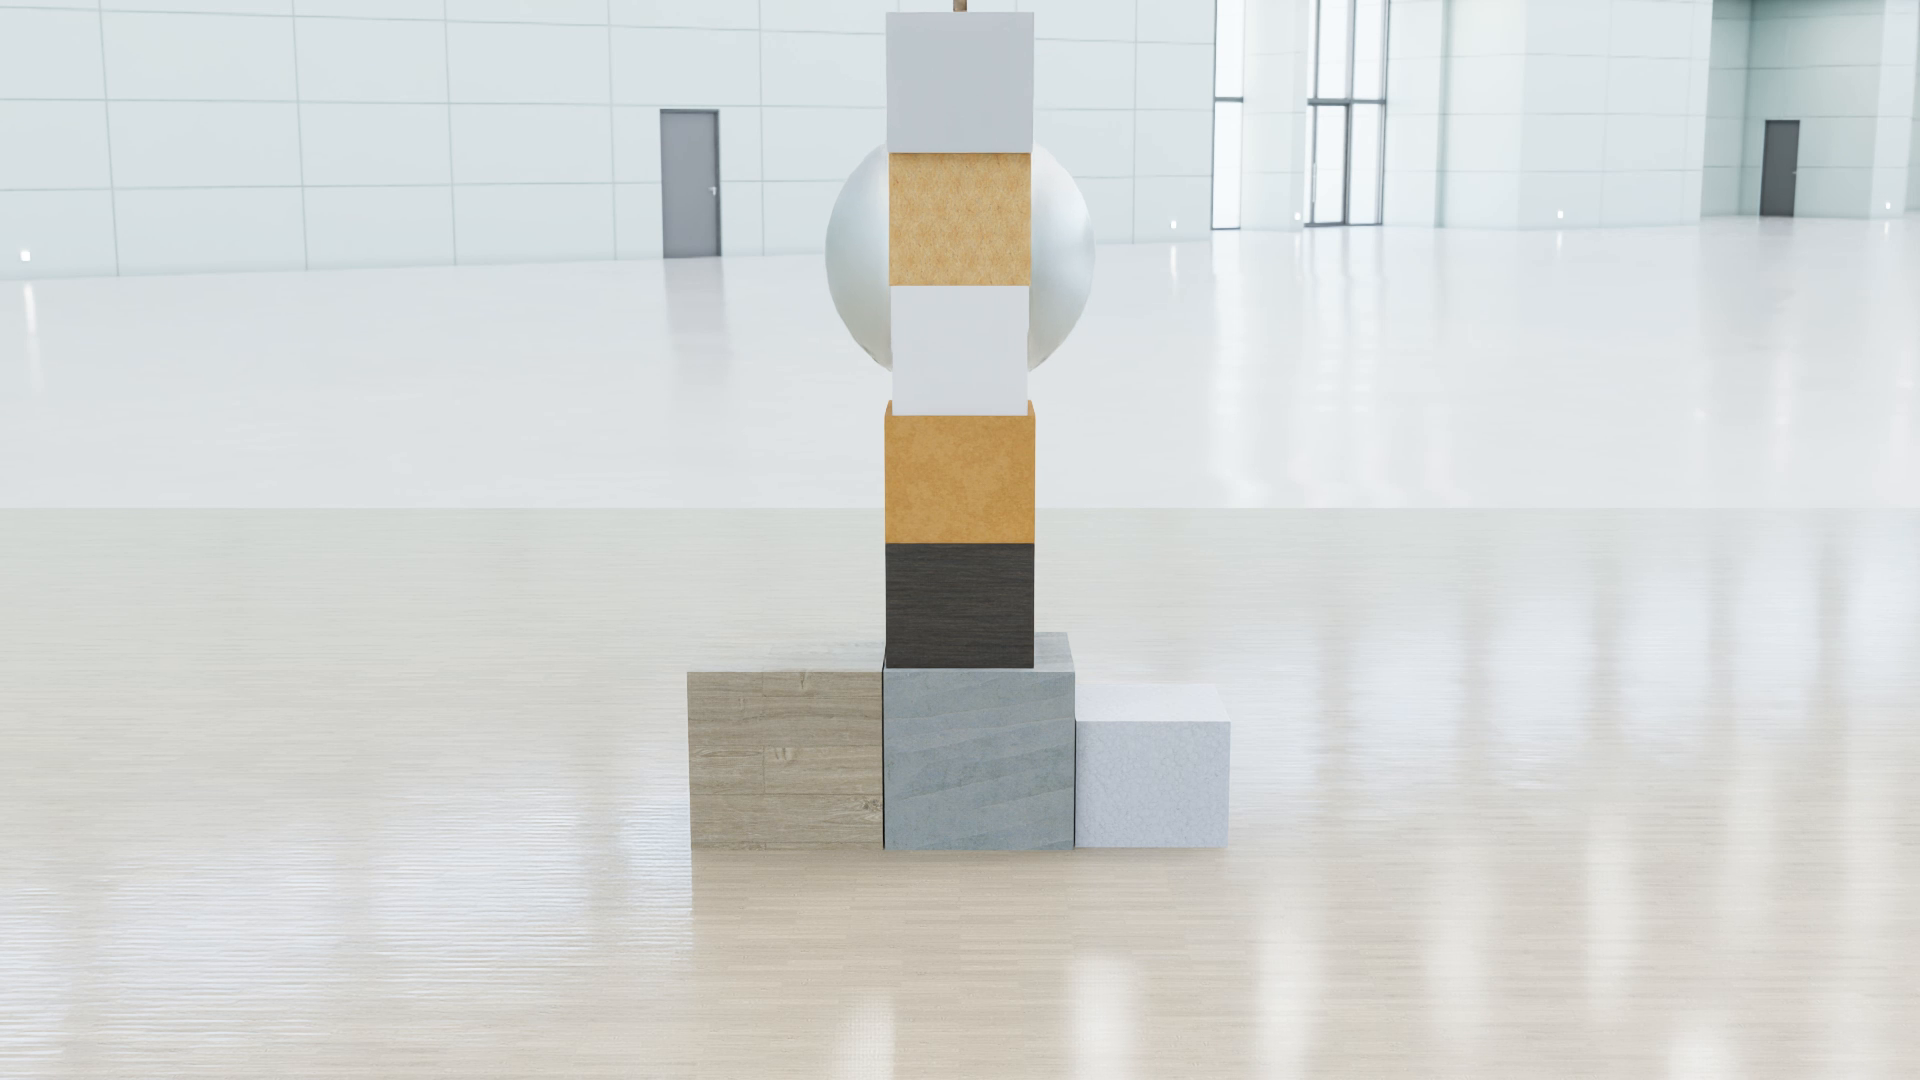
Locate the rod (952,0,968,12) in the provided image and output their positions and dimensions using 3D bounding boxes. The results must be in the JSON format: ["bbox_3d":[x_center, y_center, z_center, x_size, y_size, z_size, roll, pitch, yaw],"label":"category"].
[{"bbox_3d":[0.000,-4.605,11.257,0.080,5.200,0.080,0,31,0],"label":"rod"}]

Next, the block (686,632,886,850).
[{"bbox_3d":[-0.868,1.023,11.374,0.962,0.918,0.896,0,10,0],"label":"block"}]

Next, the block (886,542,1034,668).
[{"bbox_3d":[0.000,0.264,11.214,0.735,0.631,0.716,0,10,0],"label":"block"}]

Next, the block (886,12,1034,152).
[{"bbox_3d":[0.000,-2.230,10.766,0.702,0.652,0.678,0,10,0],"label":"block"}]

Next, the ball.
[{"bbox_3d":[0.000,-1.676,12.984,1.600,1.600,1.600,0,10,0],"label":"ball"}]

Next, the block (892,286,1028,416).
[{"bbox_3d":[0.000,-0.976,10.992,0.659,0.629,0.660,0,10,0],"label":"block"}]

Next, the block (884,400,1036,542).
[{"bbox_3d":[0.000,-0.355,11.098,0.737,0.630,0.673,0,10,0],"label":"block"}]

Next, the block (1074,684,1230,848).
[{"bbox_3d":[0.964,1.157,11.373,0.770,0.654,0.744,0,10,0],"label":"block"}]

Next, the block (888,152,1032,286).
[{"bbox_3d":[0.000,-1.596,10.874,0.683,0.634,0.576,0,10,0],"label":"block"}]

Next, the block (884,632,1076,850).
[{"bbox_3d":[0.096,1.022,11.376,0.946,0.919,0.898,0,10,0],"label":"block"}]
